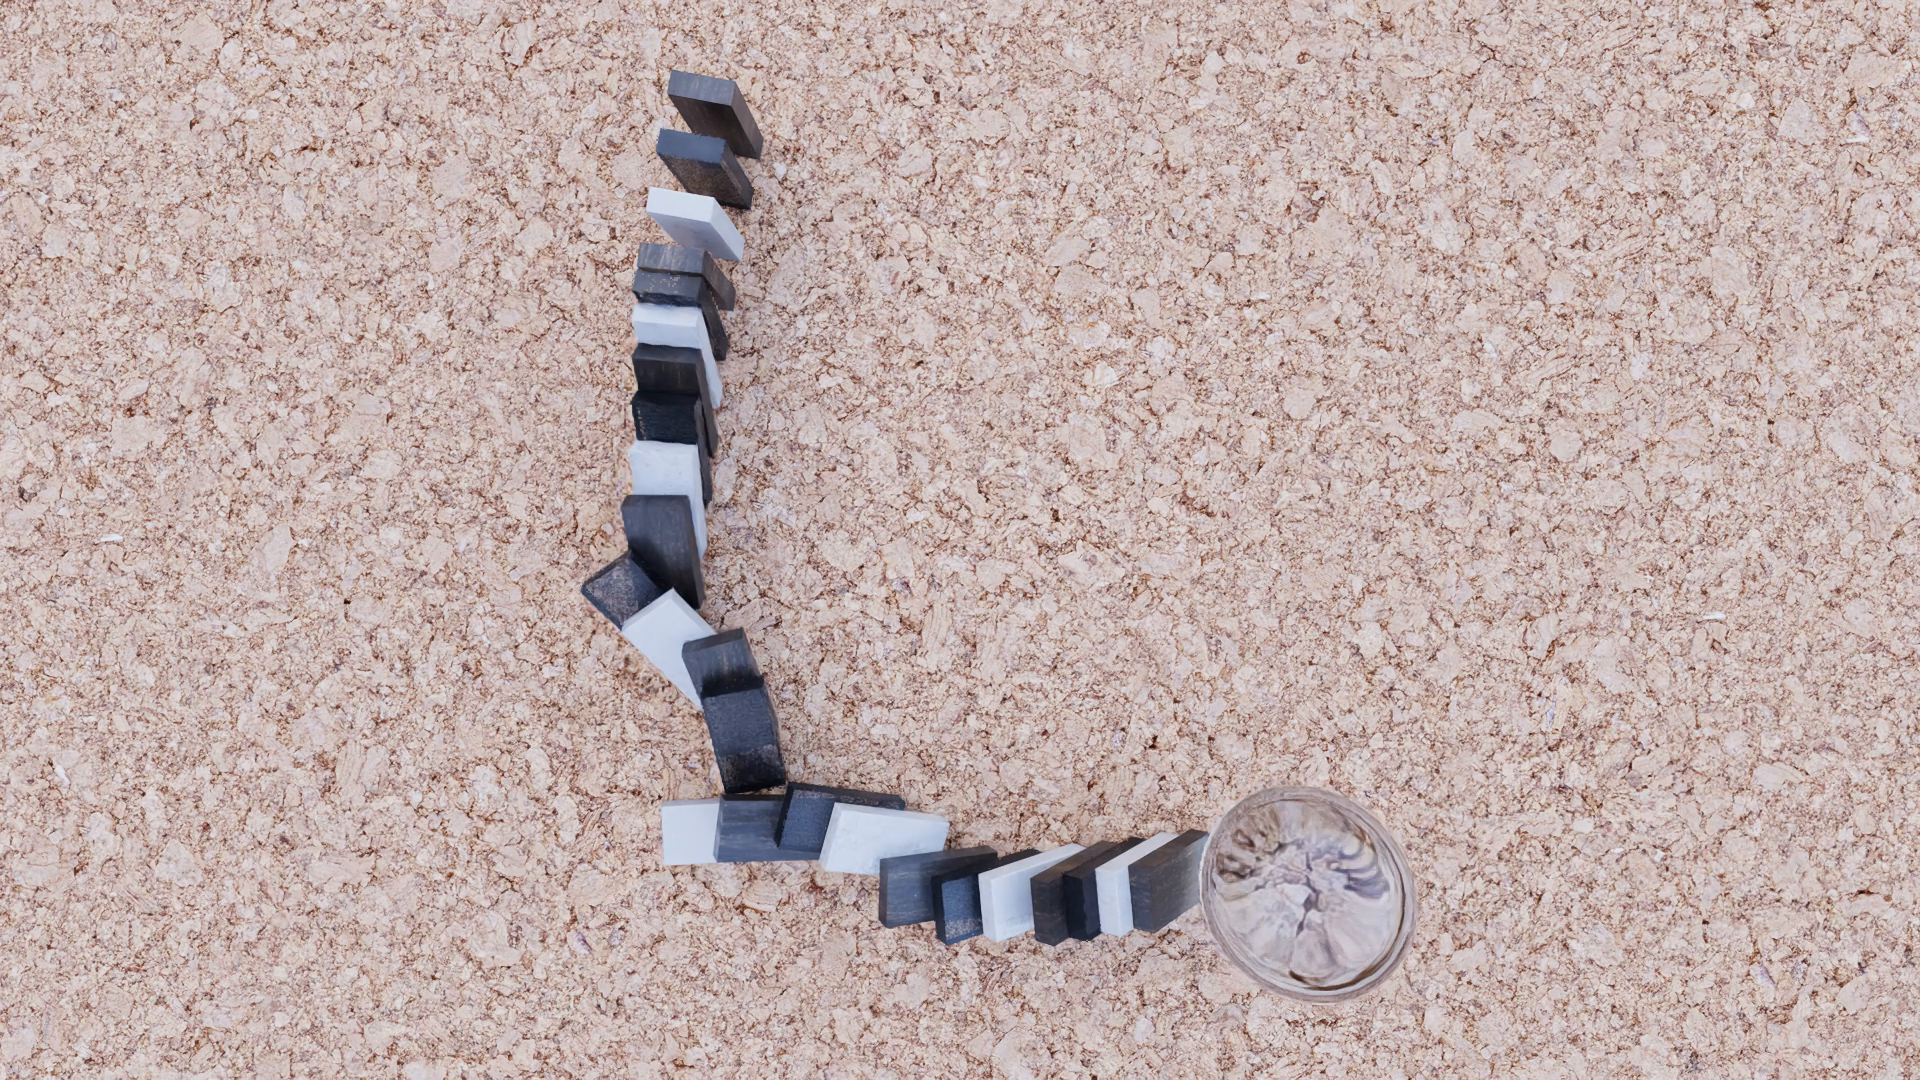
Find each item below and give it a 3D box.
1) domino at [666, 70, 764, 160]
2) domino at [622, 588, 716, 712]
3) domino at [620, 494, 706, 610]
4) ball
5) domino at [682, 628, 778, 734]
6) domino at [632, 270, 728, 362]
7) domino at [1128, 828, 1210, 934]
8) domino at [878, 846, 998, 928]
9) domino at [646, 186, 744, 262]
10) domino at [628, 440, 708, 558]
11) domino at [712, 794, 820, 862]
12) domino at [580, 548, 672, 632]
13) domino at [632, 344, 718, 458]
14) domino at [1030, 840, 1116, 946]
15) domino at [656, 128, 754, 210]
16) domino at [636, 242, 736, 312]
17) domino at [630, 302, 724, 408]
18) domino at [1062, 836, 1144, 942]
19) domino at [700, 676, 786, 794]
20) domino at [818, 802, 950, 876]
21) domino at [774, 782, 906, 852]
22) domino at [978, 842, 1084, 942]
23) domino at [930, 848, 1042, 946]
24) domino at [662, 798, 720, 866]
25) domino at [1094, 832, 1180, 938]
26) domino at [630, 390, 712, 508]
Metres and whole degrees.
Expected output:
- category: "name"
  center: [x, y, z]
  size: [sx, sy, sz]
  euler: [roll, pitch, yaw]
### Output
- category: "domino"
  center: [-0.099, -0.173, 0.375]
  size: [0.025, 0.050, 0.010]
  euler: [11, 90, 0]
- category: "domino"
  center: [-0.114, 0.047, 0.384]
  size: [0.025, 0.009, 0.050]
  euler: [-34, 116, 6]
- category: "domino"
  center: [-0.124, 0.006, 0.383]
  size: [0.025, 0.009, 0.050]
  euler: [1, 120, 0]
- category: "ball"
  center: [0.135, 0.138, 0.360]
  size: [0.080, 0.080, 0.080]
  euler: [0, 90, 0]
- category: "domino"
  center: [-0.096, 0.063, 0.384]
  size: [0.025, 0.009, 0.050]
  euler: [-15, 116, -4]
- category: "domino"
  center: [-0.113, -0.091, 0.375]
  size: [0.025, 0.050, 0.010]
  euler: [6, 72, 0]
- category: "domino"
  center: [0.088, 0.140, 0.379]
  size: [0.010, 0.050, 0.025]
  euler: [-5, 90, 43]
- category: "domino"
  center: [-0.009, 0.145, 0.385]
  size: [0.050, 0.010, 0.025]
  euler: [2, 90, -26]
- category: "domino"
  center: [-0.107, -0.128, 0.375]
  size: [0.025, 0.050, 0.009]
  euler: [10, 90, 0]
- category: "domino"
  center: [-0.121, -0.016, 0.382]
  size: [0.025, 0.009, 0.050]
  euler: [5, 124, 0]
- category: "domino"
  center: [-0.076, 0.121, 0.385]
  size: [0.050, 0.009, 0.025]
  euler: [8, 88, -25]
- category: "domino"
  center: [-0.130, 0.030, 0.384]
  size: [0.025, 0.009, 0.050]
  euler: [-34, 116, 6]
- category: "domino"
  center: [-0.117, -0.057, 0.378]
  size: [0.025, 0.050, 0.010]
  euler: [5, 48, 0]
- category: "domino"
  center: [0.049, 0.145, 0.379]
  size: [0.009, 0.050, 0.025]
  euler: [-5, 90, 43]
- category: "domino"
  center: [-0.103, -0.151, 0.375]
  size: [0.025, 0.050, 0.010]
  euler: [10, 90, 0]
- category: "domino"
  center: [-0.111, -0.107, 0.375]
  size: [0.025, 0.050, 0.009]
  euler: [6, 87, 0]
- category: "domino"
  center: [-0.115, -0.075, 0.376]
  size: [0.025, 0.050, 0.009]
  euler: [5, 59, 0]
- category: "domino"
  center: [0.062, 0.143, 0.379]
  size: [0.010, 0.050, 0.025]
  euler: [-5, 90, 43]
- category: "domino"
  center: [-0.090, 0.082, 0.383]
  size: [0.025, 0.009, 0.050]
  euler: [-9, 116, -6]
- category: "domino"
  center: [-0.031, 0.127, 0.384]
  size: [0.050, 0.009, 0.025]
  euler: [16, 90, -26]
- category: "domino"
  center: [-0.050, 0.118, 0.385]
  size: [0.050, 0.010, 0.025]
  euler: [15, 90, -25]
- category: "domino"
  center: [0.032, 0.146, 0.383]
  size: [0.050, 0.009, 0.025]
  euler: [-5, 90, -33]
- category: "domino"
  center: [0.013, 0.149, 0.384]
  size: [0.050, 0.009, 0.025]
  euler: [-5, 90, -29]
- category: "domino"
  center: [-0.102, 0.125, 0.395]
  size: [0.050, 0.009, 0.025]
  euler: [-3, 90, 0]
- category: "domino"
  center: [0.075, 0.141, 0.379]
  size: [0.010, 0.050, 0.025]
  euler: [-5, 90, 43]
- category: "domino"
  center: [-0.119, -0.037, 0.381]
  size: [0.025, 0.010, 0.050]
  euler: [5, 129, 0]
